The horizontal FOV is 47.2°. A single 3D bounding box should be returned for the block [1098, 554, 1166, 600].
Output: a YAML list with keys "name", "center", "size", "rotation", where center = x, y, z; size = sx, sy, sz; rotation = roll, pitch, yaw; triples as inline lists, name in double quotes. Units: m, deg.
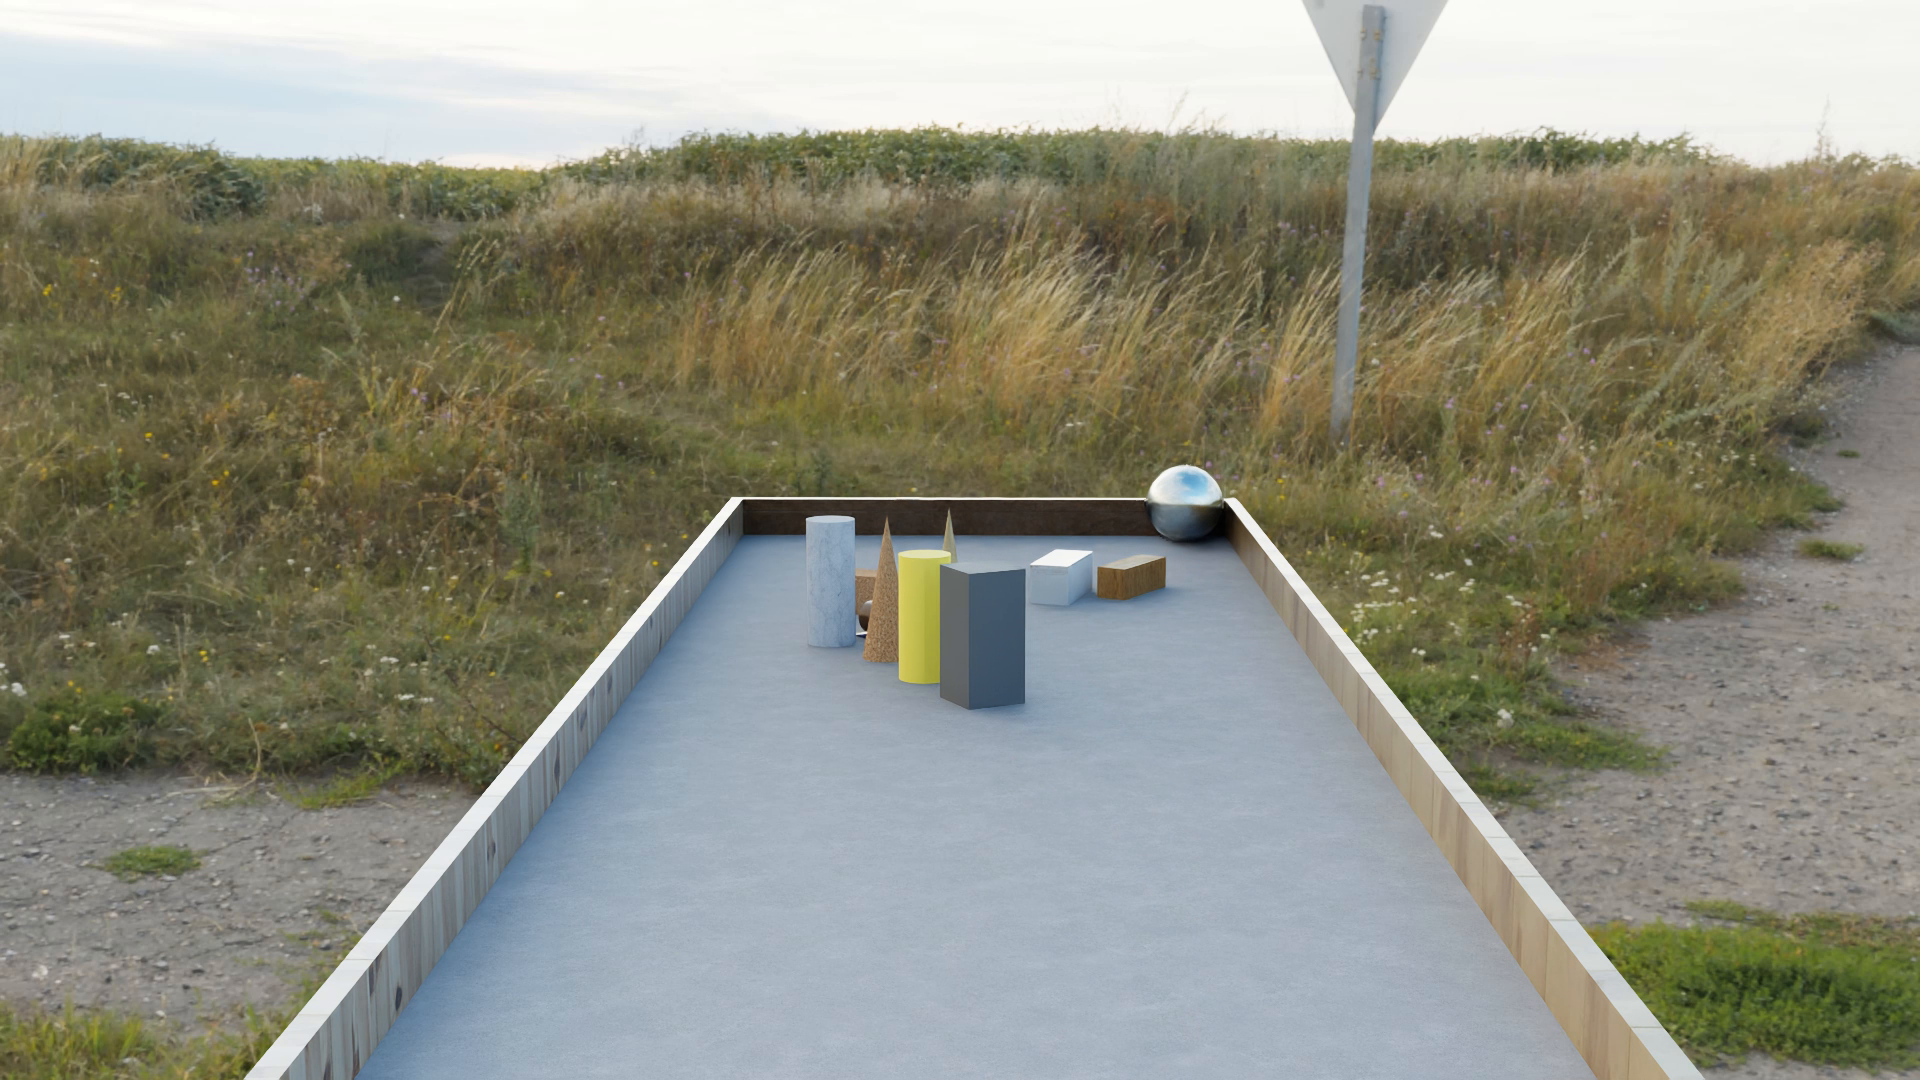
- name: "block"
  center: [0.613, 0.131, 7.835]
  size: [0.109, 0.109, 0.318]
  rotation: [6, 11, 31]

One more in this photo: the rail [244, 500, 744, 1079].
- name: "rail"
  center: [-1.004, 0.839, 3.234]
  size: [0.050, 0.150, 12.000]
  rotation: [0, 9, 1]

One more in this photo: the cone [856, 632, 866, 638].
- name: "cone"
  center: [-0.206, 0.300, 6.904]
  size: [0.132, 0.132, 0.455]
  rotation: [-7, 3, -38]

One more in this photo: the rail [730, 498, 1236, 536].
- name: "rail"
  center: [0.099, -0.098, 9.147]
  size: [2.100, 0.150, 0.050]
  rotation: [0, 9, 1]

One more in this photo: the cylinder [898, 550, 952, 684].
- name: "cylinder"
  center: [-0.103, 0.223, 6.426]
  size: [0.153, 0.368, 0.153]
  rotation: [0, 9, 0]

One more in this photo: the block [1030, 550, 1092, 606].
- name: "block"
  center: [0.359, 0.130, 7.753]
  size: [0.136, 0.136, 0.335]
  rotation: [3, 9, 18]

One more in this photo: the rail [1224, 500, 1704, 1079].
- name: "rail"
  center: [1.046, 0.843, 3.208]
  size: [0.050, 0.150, 12.000]
  rotation: [0, 9, 1]

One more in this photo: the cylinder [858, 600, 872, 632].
- name: "cylinder"
  center: [-0.142, 0.267, 7.005]
  size: [0.401, 0.101, 0.101]
  rotation: [8, 12, 40]

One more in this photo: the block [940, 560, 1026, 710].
- name: "block"
  center: [0.062, 0.262, 6.142]
  size: [0.177, 0.380, 0.177]
  rotation: [-5, 10, -27]

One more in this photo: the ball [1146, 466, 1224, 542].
- name: "ball"
  center: [0.915, -0.148, 8.945]
  size: [0.312, 0.312, 0.312]
  rotation: [0, 9, 0]

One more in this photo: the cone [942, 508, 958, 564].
- name: "cone"
  center: [-0.034, 0.101, 7.029]
  size: [0.129, 0.421, 0.129]
  rotation: [0, 9, 0]

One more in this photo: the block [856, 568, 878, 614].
- name: "block"
  center: [-0.195, 0.185, 7.417]
  size: [0.437, 0.133, 0.133]
  rotation: [3, 10, 21]

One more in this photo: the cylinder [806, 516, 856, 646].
- name: "cylinder"
  center: [-0.407, 0.129, 6.939]
  size: [0.154, 0.394, 0.154]
  rotation: [0, 9, 0]

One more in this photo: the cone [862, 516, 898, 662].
- name: "cone"
  center: [-0.222, 0.143, 6.705]
  size: [0.153, 0.440, 0.153]
  rotation: [0, 9, 0]
